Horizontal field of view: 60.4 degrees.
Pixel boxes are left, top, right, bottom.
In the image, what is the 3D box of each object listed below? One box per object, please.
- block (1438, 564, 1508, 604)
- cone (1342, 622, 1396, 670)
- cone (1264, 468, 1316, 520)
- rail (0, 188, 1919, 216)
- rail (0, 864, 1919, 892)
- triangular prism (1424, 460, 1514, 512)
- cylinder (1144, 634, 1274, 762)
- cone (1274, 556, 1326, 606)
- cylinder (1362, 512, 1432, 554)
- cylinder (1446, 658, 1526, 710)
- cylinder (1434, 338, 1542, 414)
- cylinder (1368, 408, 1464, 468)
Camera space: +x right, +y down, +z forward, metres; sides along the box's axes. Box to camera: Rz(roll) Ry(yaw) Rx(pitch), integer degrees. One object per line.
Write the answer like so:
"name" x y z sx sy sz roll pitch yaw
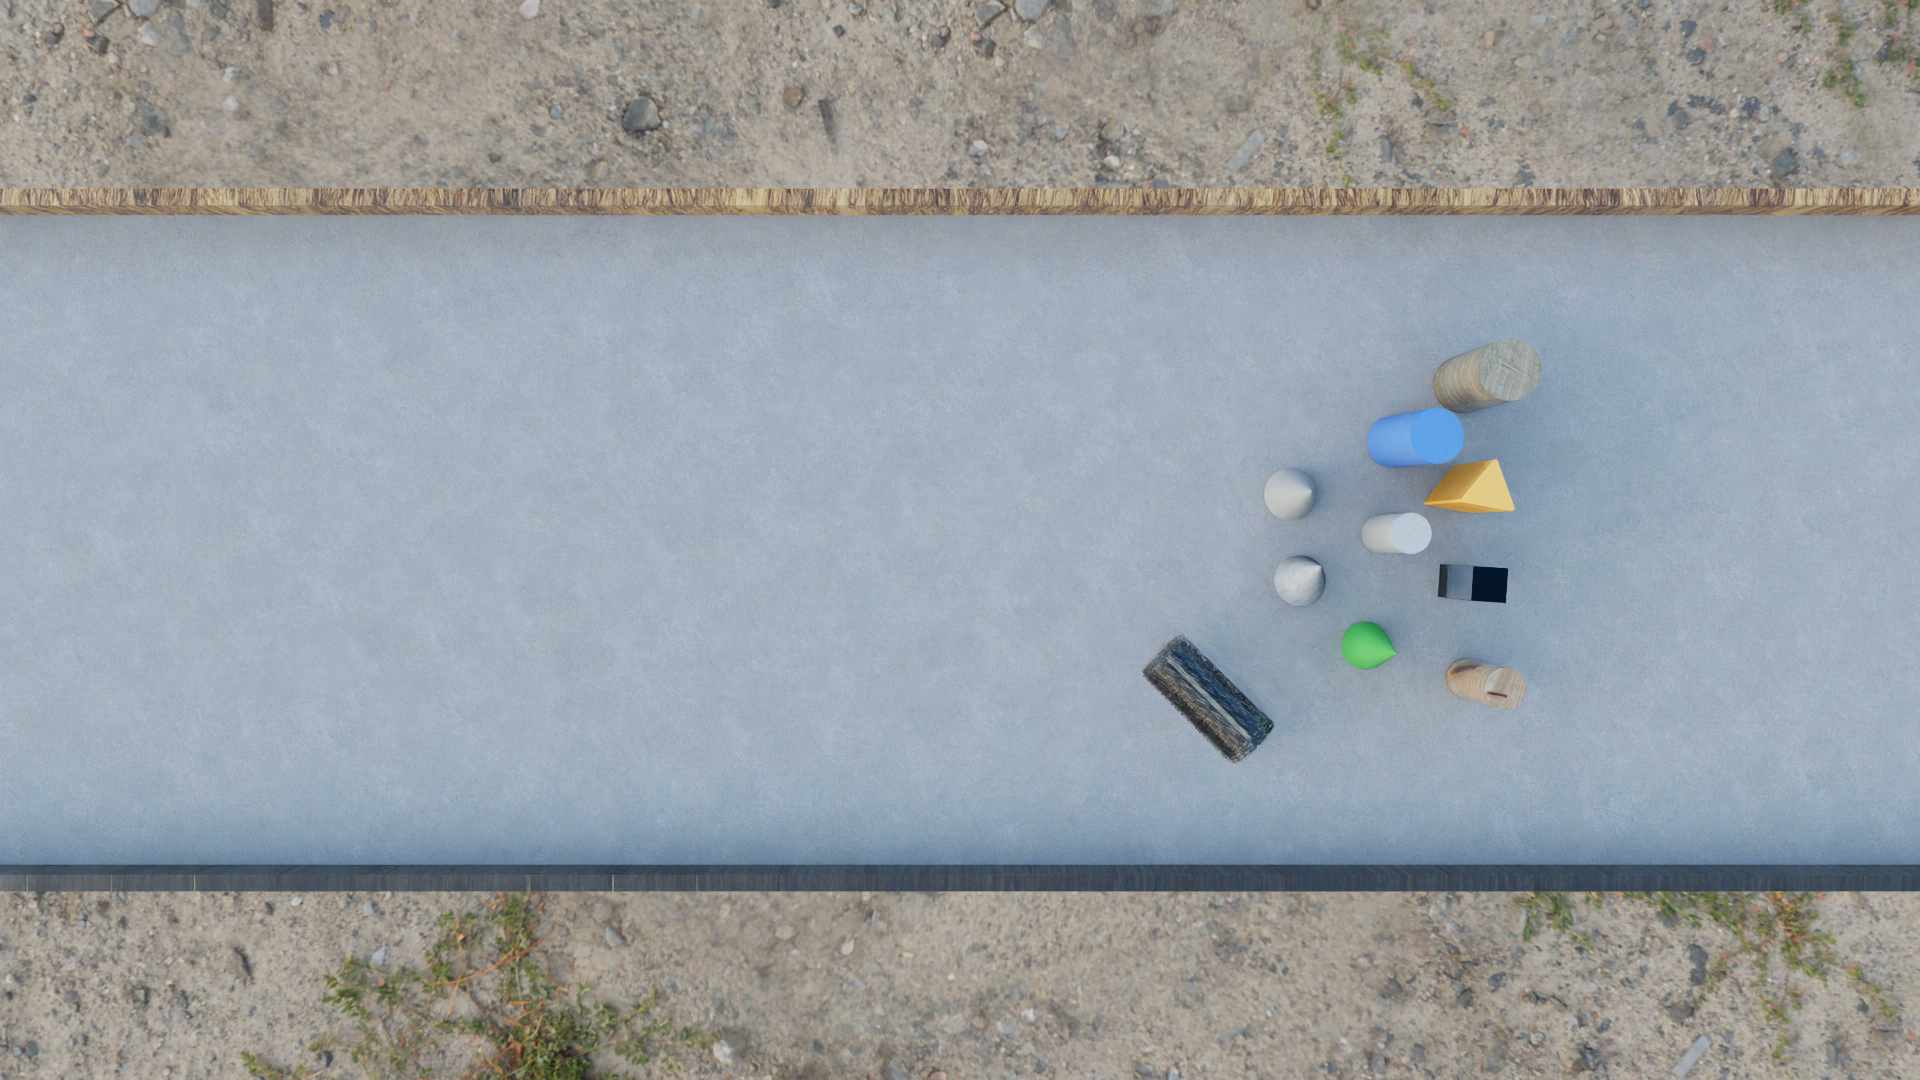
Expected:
"block" 1.524 0.128 4.911 0.101 0.331 0.101 4 90 0
"cone" 1.248 0.325 4.890 0.148 0.372 0.148 0 90 0
"cone" 1.017 -0.141 4.923 0.161 0.308 0.161 0 90 0
"rail" -2.247 -1.025 5.002 12.000 0.150 0.050 0 90 0
"rail" -2.247 1.025 5.001 12.000 0.150 0.050 0 90 0
"triangular prism" 1.514 -0.164 4.887 0.153 0.378 0.132 10 90 0
"cylinder" 0.750 0.478 4.991 0.381 0.171 0.171 45 90 0
"cone" 1.035 0.099 4.874 0.157 0.386 0.157 0 82 3
"cylinder" 1.295 -0.019 4.905 0.118 0.343 0.118 0 90 0
"cylinder" 1.555 0.424 4.889 0.122 0.374 0.122 0 90 0
"cylinder" 1.546 -0.479 4.856 0.178 0.441 0.178 0 90 0
"cylinder" 1.346 -0.299 4.891 0.159 0.356 0.159 0 91 -6
